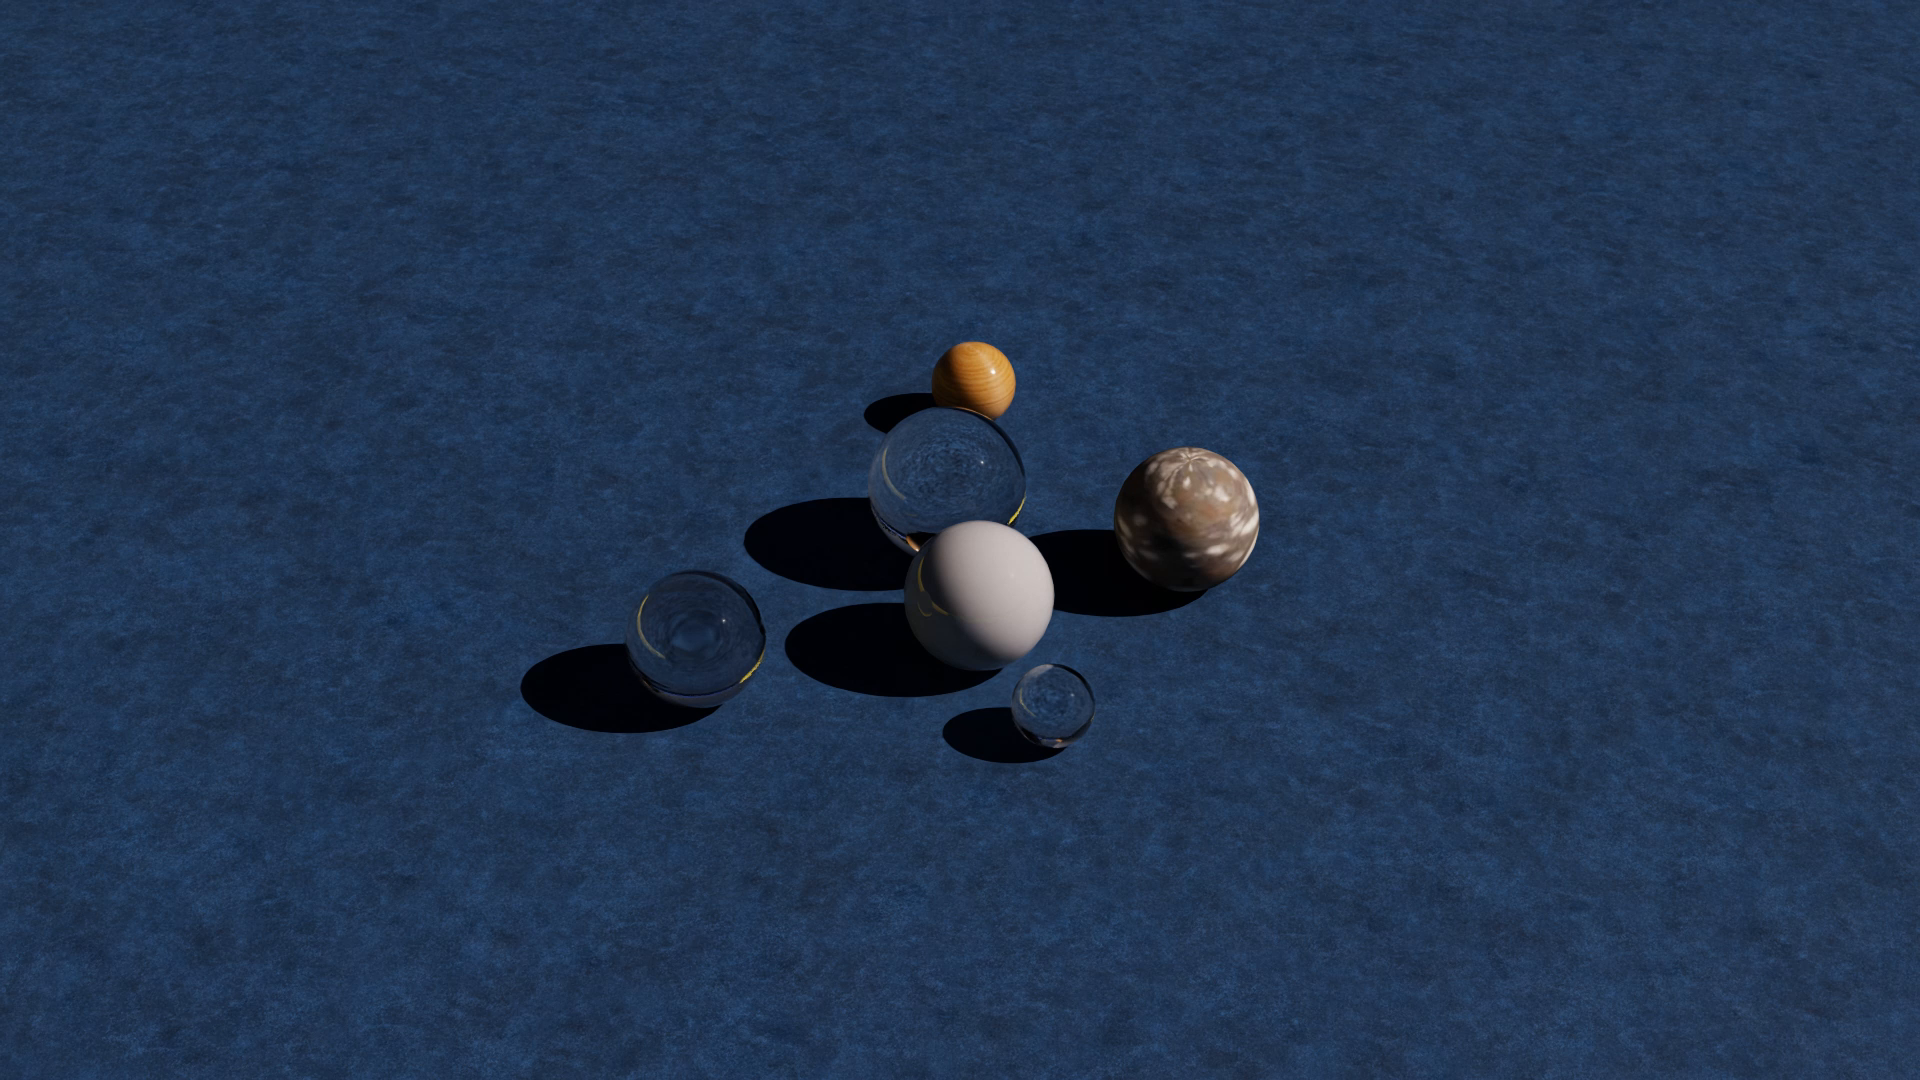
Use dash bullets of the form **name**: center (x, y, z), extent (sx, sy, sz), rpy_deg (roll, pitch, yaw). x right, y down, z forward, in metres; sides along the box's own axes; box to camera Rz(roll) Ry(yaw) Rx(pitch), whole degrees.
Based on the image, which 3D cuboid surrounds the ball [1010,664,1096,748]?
- **ball**: center (0.051, 0.090, 1.398), extent (0.047, 0.047, 0.047), rpy_deg (0, 37, 0)

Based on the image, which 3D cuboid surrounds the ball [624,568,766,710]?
- **ball**: center (-0.146, 0.055, 1.420), extent (0.078, 0.078, 0.078), rpy_deg (0, 37, 0)

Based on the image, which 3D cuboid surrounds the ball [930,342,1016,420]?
- **ball**: center (0.009, -0.100, 1.645), extent (0.055, 0.055, 0.055), rpy_deg (0, 37, 0)

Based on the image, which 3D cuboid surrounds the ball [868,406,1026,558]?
- **ball**: center (-0.008, -0.032, 1.522), extent (0.094, 0.094, 0.094), rpy_deg (0, 37, 0)

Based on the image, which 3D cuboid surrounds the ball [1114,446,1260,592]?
- **ball**: center (0.133, -0.012, 1.502), extent (0.085, 0.085, 0.085), rpy_deg (0, 37, 0)

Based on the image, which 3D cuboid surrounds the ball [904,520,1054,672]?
- **ball**: center (0.011, 0.031, 1.444), extent (0.085, 0.085, 0.085), rpy_deg (0, 37, 0)
